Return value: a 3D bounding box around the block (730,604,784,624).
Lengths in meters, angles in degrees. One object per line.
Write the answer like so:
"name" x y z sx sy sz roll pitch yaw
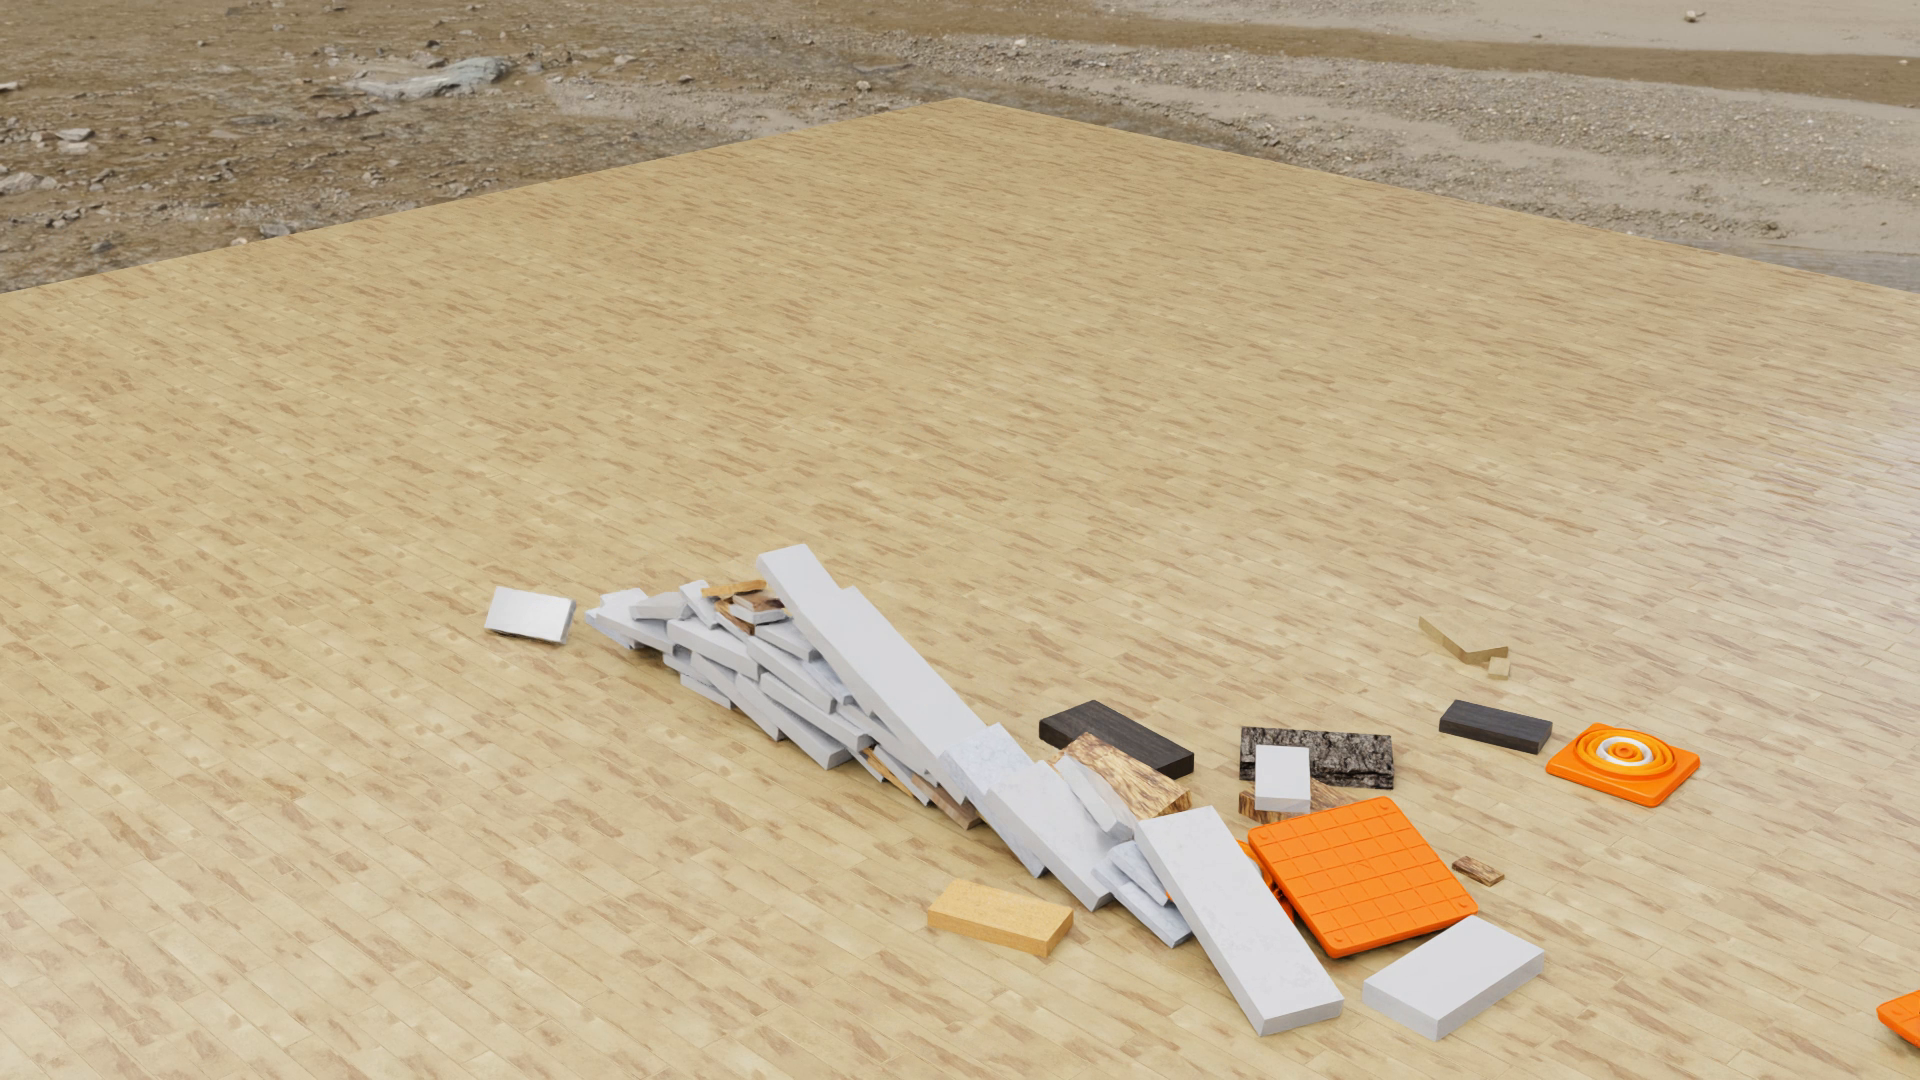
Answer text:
"block" -0.440 0.156 4.760 0.072 0.020 0.143 -9 11 -25

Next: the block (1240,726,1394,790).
"block" 0.748 0.458 4.625 0.315 0.045 0.158 3 23 7

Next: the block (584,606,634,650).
"block" -0.800 0.202 5.247 0.100 0.028 0.201 -18 29 -36

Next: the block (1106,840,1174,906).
"block" 0.350 0.621 4.099 0.148 0.021 0.074 40 26 28

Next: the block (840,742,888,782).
"block" -0.184 0.449 4.616 0.067 0.019 0.133 -22 53 -42

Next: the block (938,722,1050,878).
"block" 0.112 0.509 4.317 0.154 0.044 0.309 -22 61 -41

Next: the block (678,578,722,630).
"block" -0.564 0.143 4.896 0.065 0.018 0.130 -19 53 -38

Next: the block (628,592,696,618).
"block" -0.653 0.148 4.994 0.103 0.029 0.207 -22 13 -39

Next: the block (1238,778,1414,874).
"block" 0.728 0.557 4.391 0.158 0.045 0.316 -19 30 -38

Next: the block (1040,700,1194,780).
"block" 0.330 0.437 4.673 0.157 0.045 0.315 -17 28 -35

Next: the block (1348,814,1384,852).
"block" 0.790 0.569 4.274 0.045 0.013 0.090 22 32 19

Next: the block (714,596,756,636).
"block" -0.474 0.164 4.830 0.065 0.018 0.130 -19 38 -37

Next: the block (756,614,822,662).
"block" -0.348 0.207 4.684 0.170 0.024 0.085 23 31 39

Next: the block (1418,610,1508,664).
"block" 1.185 0.227 5.186 0.108 0.031 0.217 -8 24 -17

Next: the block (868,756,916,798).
"block" -0.122 0.480 4.561 0.133 0.019 0.067 34 39 29

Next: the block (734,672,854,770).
"block" -0.327 0.364 4.735 0.154 0.044 0.308 -22 48 -41

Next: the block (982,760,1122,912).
"block" 0.205 0.564 4.220 0.154 0.044 0.309 -22 55 -41

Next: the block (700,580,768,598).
"block" -0.500 0.106 4.857 0.072 0.020 0.143 -9 0 -44

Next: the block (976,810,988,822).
"block" 0.091 0.560 4.386 0.113 0.016 0.056 34 38 32

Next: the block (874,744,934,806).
"block" -0.092 0.470 4.522 0.083 0.024 0.167 -22 55 -41

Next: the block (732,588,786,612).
"block" -0.438 0.131 4.780 0.072 0.020 0.143 -9 11 -23

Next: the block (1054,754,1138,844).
"block" 0.283 0.515 4.277 0.121 0.034 0.242 35 9 -34

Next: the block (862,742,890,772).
"block" -0.167 0.430 4.586 0.133 0.019 0.067 35 39 31

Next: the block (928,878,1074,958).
"block" 0.075 0.698 4.071 0.242 0.034 0.121 11 25 24

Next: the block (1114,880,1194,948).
"block" 0.364 0.685 4.057 0.074 0.021 0.148 -22 51 -41

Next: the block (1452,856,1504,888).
"block" 0.998 0.638 4.240 0.045 0.013 0.090 -19 29 -37

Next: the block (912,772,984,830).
"block" -0.011 0.516 4.452 0.083 0.024 0.167 -21 48 -41

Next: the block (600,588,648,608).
"block" -0.766 0.171 5.176 0.100 0.028 0.201 -11 26 -25

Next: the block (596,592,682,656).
"block" -0.722 0.191 5.066 0.207 0.029 0.104 21 38 17

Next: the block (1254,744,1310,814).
"block" 0.654 0.484 4.466 0.108 0.031 0.217 3 23 7

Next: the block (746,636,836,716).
"block" -0.316 0.269 4.680 0.135 0.038 0.270 -22 42 -40

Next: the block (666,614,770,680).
"block" -0.489 0.220 4.856 0.308 0.044 0.154 20 31 41

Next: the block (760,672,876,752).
"block" -0.271 0.343 4.652 0.135 0.038 0.308 -21 37 -40

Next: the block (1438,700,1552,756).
"block" 1.161 0.405 4.767 0.217 0.031 0.108 13 26 27

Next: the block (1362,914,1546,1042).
"block" 0.874 0.771 3.887 0.316 0.045 0.158 -19 30 -38

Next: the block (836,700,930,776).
"block" -0.115 0.380 4.530 0.135 0.038 0.270 -21 41 -41

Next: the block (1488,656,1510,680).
"block" 1.238 0.295 5.049 0.045 0.013 0.091 7 24 16

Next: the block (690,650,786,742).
"block" -0.438 0.315 4.849 0.154 0.044 0.308 -21 46 -39

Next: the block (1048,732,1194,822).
"block" 0.307 0.504 4.461 0.154 0.044 0.309 -34 37 -26

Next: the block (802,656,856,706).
"block" -0.251 0.285 4.597 0.085 0.024 0.171 -13 33 -32

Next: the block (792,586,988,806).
"block" -0.111 0.310 4.485 0.157 0.045 0.539 -22 59 -41

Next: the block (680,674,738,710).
"block" -0.539 0.328 4.956 0.089 0.025 0.178 -21 31 -40

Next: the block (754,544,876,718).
"block" -0.261 0.184 4.617 0.121 0.034 0.456 -14 52 -37

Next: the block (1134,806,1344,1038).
"block" 0.494 0.675 3.953 0.158 0.045 0.500 -9 39 -21

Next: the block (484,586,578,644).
"block" -1.018 0.178 5.215 0.207 0.104 0.029 9 -15 20

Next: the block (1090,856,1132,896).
"block" 0.323 0.651 4.121 0.148 0.021 0.074 41 42 22

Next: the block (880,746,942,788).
"block" -0.074 0.441 4.497 0.083 0.024 0.167 -21 41 -41

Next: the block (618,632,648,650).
"block" -0.760 0.196 5.190 0.100 0.028 0.201 -13 26 -28

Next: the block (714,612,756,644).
"block" -0.473 0.187 4.827 0.065 0.018 0.130 -19 38 -37

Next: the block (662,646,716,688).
"block" -0.584 0.283 4.995 0.178 0.025 0.089 22 30 40
